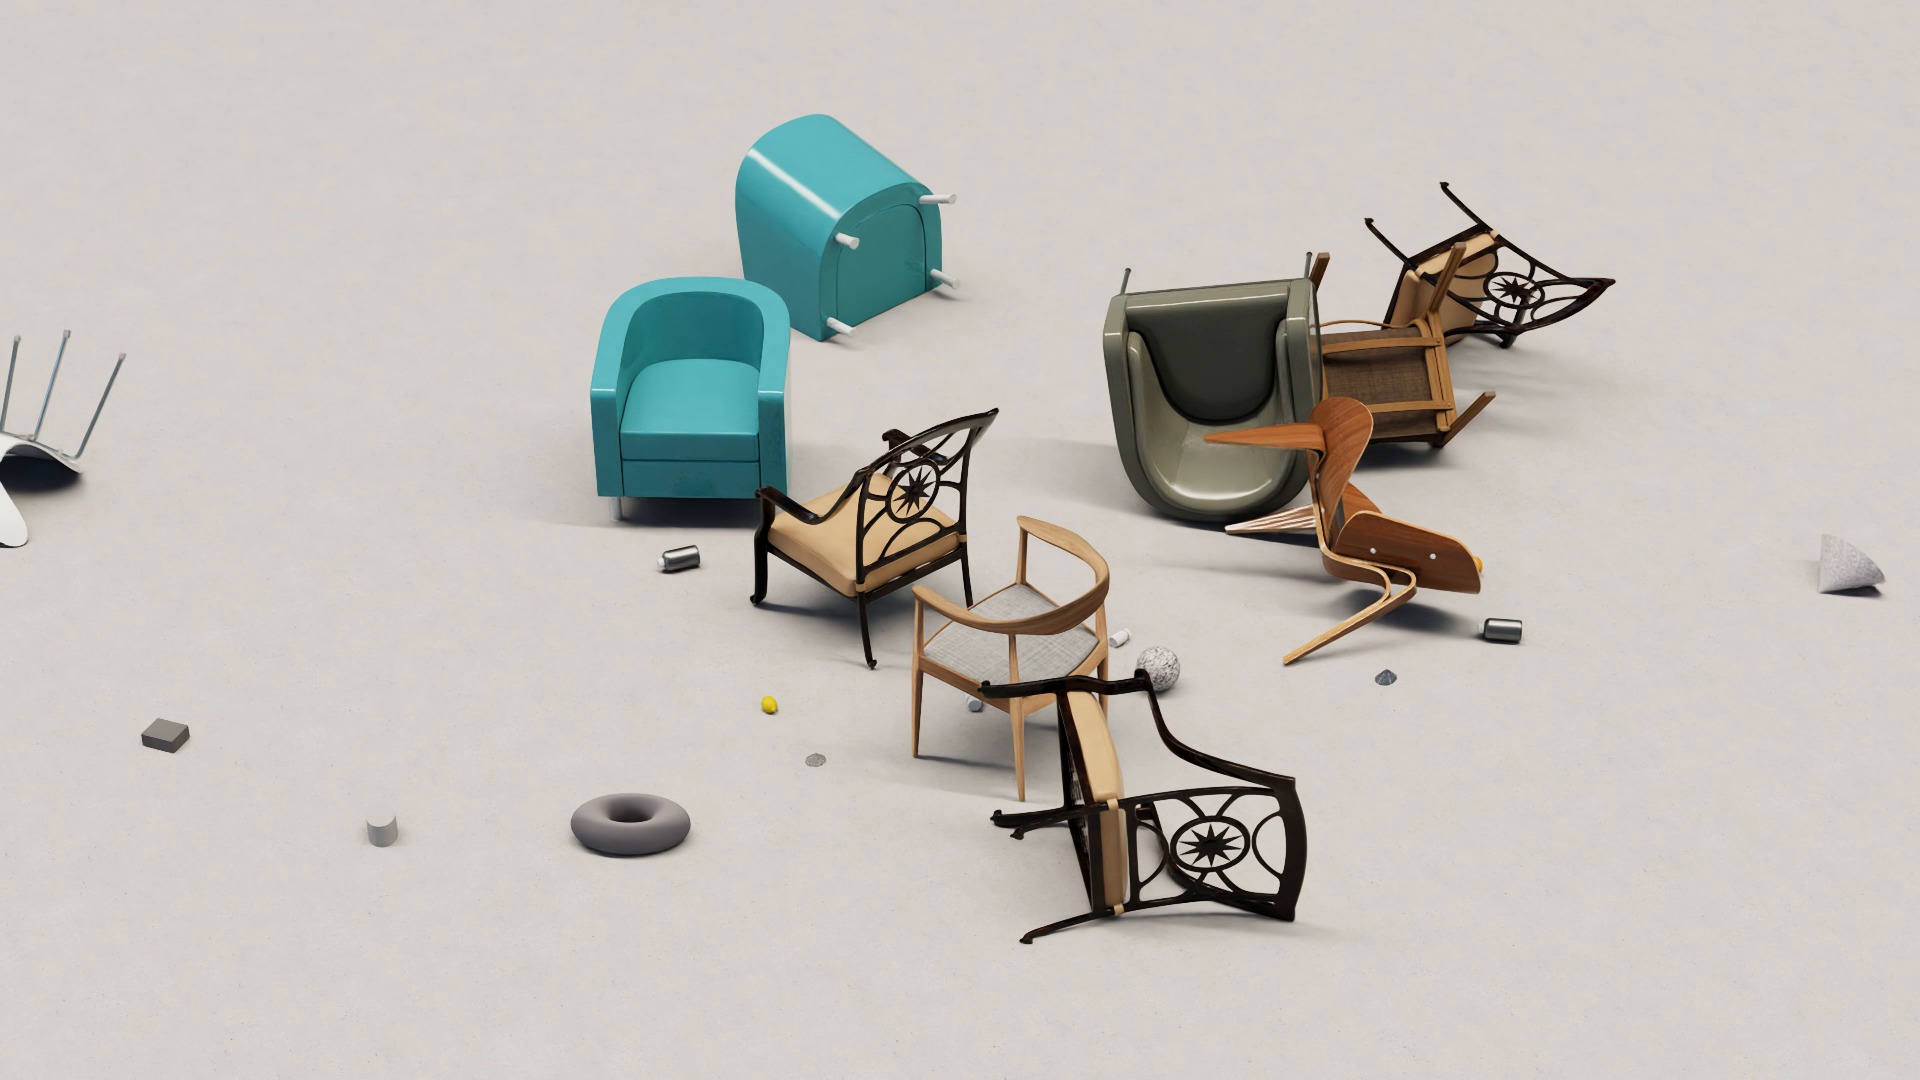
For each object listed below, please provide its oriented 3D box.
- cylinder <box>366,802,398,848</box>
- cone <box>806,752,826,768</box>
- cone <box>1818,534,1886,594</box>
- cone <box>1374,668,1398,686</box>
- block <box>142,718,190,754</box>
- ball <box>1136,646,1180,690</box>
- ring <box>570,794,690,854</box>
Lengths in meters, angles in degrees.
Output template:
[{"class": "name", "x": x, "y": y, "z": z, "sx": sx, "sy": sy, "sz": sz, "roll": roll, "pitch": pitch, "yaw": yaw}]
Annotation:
[{"class": "cylinder", "x": -1.867, "y": 0.921, "z": 9.469, "sx": 0.094, "sy": 0.086, "sz": 0.124, "roll": -6, "pitch": 34, "yaw": -9}, {"class": "cone", "x": -0.484, "y": 0.725, "z": 9.814, "sx": 0.070, "sy": 0.033, "sz": 0.076, "roll": 18, "pitch": 38, "yaw": 26}, {"class": "cone", "x": 3.186, "y": 0.132, "z": 10.664, "sx": 0.187, "sy": 0.197, "sz": 0.299, "roll": -42, "pitch": 46, "yaw": -9}, {"class": "cone", "x": 1.484, "y": 0.464, "z": 10.202, "sx": 0.072, "sy": 0.041, "sz": 0.098, "roll": 20, "pitch": 38, "yaw": 27}, {"class": "block", "x": -2.681, "y": 0.660, "z": 9.897, "sx": 0.121, "sy": 0.050, "sz": 0.099, "roll": 12, "pitch": 35, "yaw": 17}, {"class": "ball", "x": 0.684, "y": 0.444, "z": 10.130, "sx": 0.155, "sy": 0.155, "sz": 0.155, "roll": 0, "pitch": 33, "yaw": 0}, {"class": "ring", "x": -1.062, "y": 0.914, "z": 9.453, "sx": 0.388, "sy": 0.117, "sz": 0.226, "roll": 1, "pitch": 35, "yaw": 0}]
